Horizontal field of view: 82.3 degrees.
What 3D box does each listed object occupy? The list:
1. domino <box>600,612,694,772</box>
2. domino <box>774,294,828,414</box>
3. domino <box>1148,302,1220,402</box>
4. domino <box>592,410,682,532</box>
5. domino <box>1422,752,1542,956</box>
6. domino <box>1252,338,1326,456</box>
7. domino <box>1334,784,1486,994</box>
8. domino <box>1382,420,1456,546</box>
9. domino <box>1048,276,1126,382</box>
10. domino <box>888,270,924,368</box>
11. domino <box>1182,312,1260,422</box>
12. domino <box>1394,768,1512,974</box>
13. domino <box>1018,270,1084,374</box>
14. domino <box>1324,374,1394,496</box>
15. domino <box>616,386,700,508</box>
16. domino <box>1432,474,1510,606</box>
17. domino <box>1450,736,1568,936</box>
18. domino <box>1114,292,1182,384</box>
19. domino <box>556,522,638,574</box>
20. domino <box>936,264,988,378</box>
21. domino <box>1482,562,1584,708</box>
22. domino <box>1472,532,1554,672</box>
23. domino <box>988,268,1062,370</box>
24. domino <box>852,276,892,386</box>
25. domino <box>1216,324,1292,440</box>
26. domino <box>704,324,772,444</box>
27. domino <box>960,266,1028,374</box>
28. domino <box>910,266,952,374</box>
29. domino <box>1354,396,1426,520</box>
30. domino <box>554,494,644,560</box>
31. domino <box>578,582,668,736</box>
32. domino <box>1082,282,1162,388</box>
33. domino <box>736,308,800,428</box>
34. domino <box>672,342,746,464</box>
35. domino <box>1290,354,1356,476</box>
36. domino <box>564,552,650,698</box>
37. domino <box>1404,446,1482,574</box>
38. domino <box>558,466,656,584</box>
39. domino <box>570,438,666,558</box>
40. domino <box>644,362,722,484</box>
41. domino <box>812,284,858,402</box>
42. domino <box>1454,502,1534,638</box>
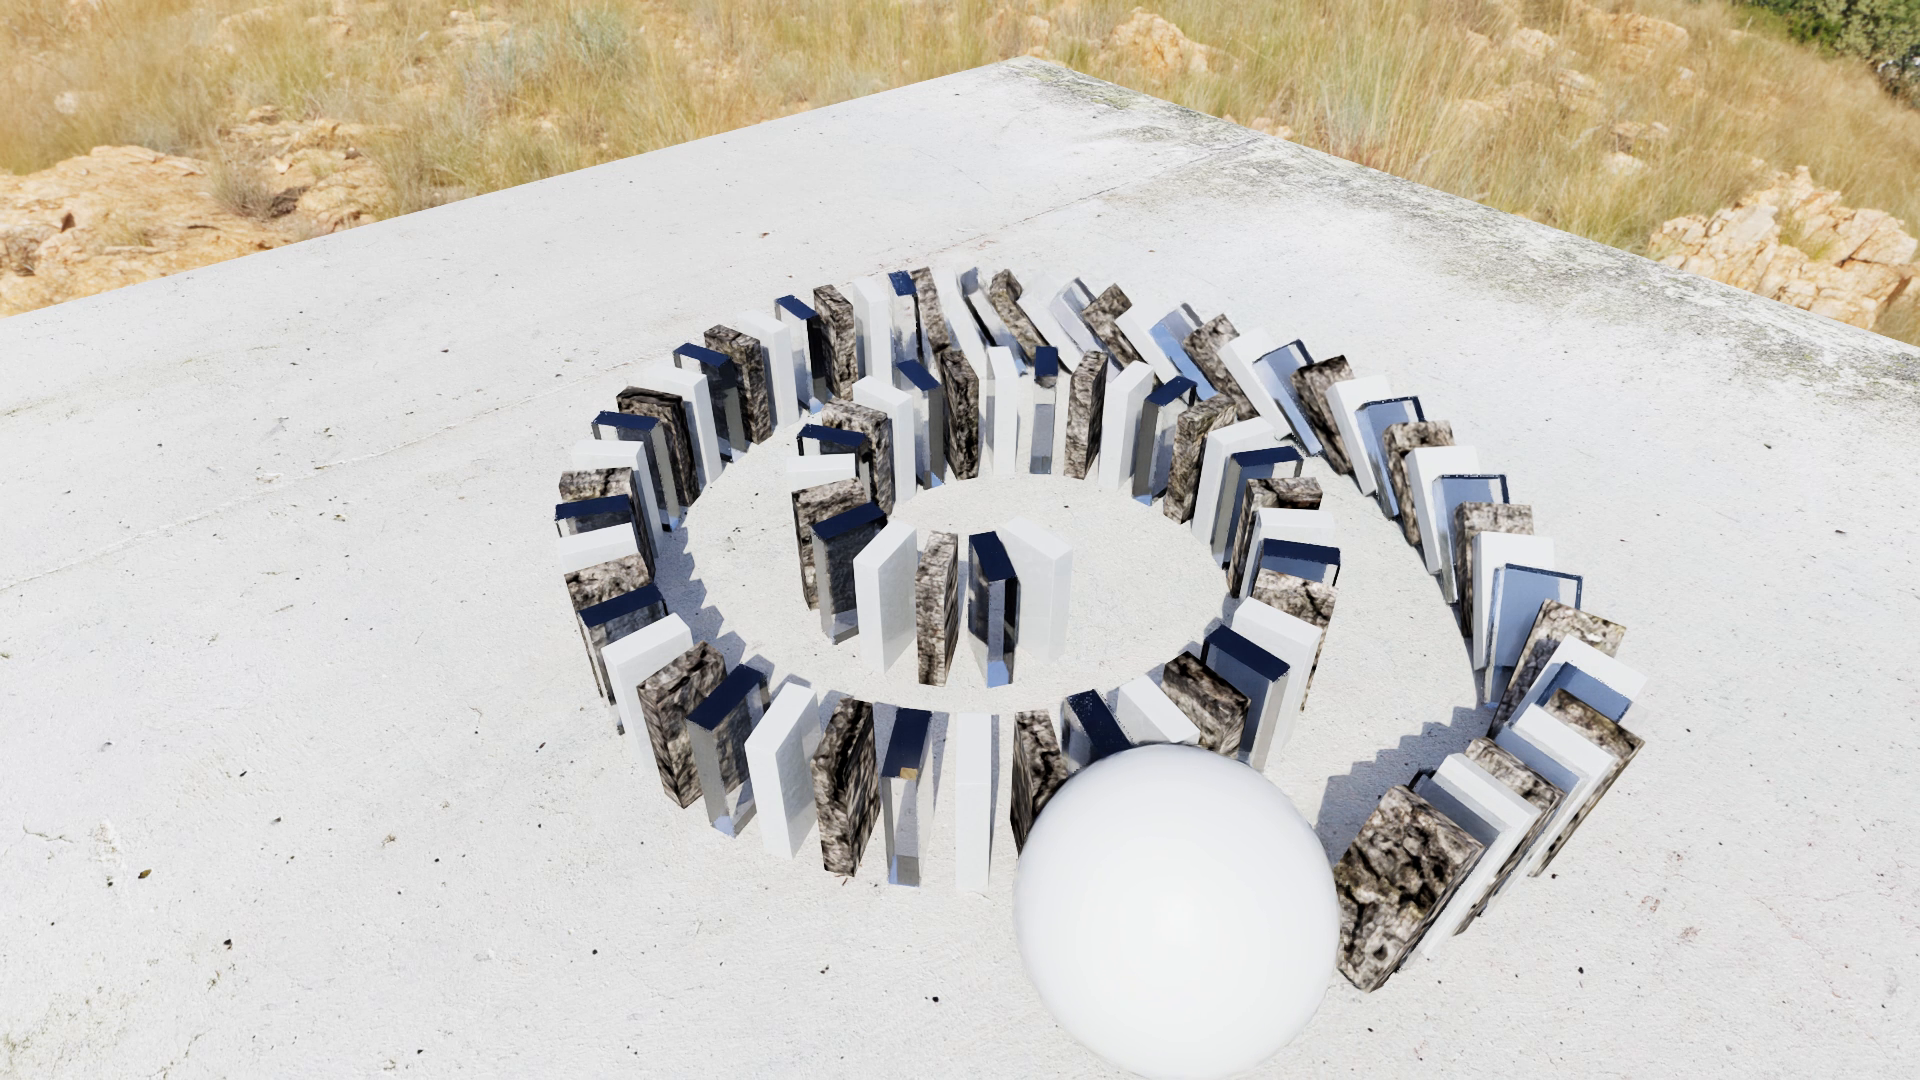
[{"bbox_3d":[-0.096,0.049,0.351,0.025,0.050,0.010,-28,47,-30],"label":"domino"},{"bbox_3d":[-0.075,-0.087,0.518,0.009,0.050,0.025,-26,46,-28],"label":"domino"},{"bbox_3d":[0.115,-0.088,0.528,0.025,0.009,0.050,-38,90,-37],"label":"domino"},{"bbox_3d":[-0.130,-0.027,0.445,0.025,0.050,0.009,8,40,10],"label":"domino"},{"bbox_3d":[0.135,0.087,0.307,0.010,0.050,0.025,6,27,-45],"label":"domino"},{"bbox_3d":[0.157,-0.065,0.502,0.025,0.009,0.050,-25,80,-27],"label":"domino"},{"bbox_3d":[0.116,0.094,0.298,0.009,0.050,0.025,6,27,-45],"label":"domino"},{"bbox_3d":[0.193,-0.024,0.452,0.025,0.009,0.050,-5,73,-6],"label":"domino"},{"bbox_3d":[0.066,-0.104,0.544,0.009,0.050,0.025,-29,19,41],"label":"domino"},{"bbox_3d":[-0.026,-0.102,0.536,0.010,0.050,0.025,-12,41,-8],"label":"domino"},{"bbox_3d":[0.130,-0.081,0.521,0.025,0.010,0.050,-34,86,-34],"label":"domino"},{"bbox_3d":[0.125,0.091,0.302,0.009,0.050,0.025,6,27,-45],"label":"domino"},{"bbox_3d":[0.050,-0.107,0.546,0.009,0.050,0.025,-27,25,35],"label":"domino"},{"bbox_3d":[0.180,-0.046,0.479,0.025,0.010,0.050,-12,75,-14],"label":"domino"},{"bbox_3d":[-0.125,-0.039,0.458,0.025,0.050,0.010,12,41,14],"label":"domino"},{"bbox_3d":[0.199,0.000,0.424,0.025,0.009,0.050,0,72,1],"label":"domino"},{"bbox_3d":[0.144,0.084,0.311,0.009,0.050,0.025,6,27,-45],"label":"domino"},{"bbox_3d":[0.100,-0.094,0.535,0.050,0.010,0.025,51,51,-3],"label":"domino"},{"bbox_3d":[-0.123,0.019,0.388,0.025,0.050,0.009,-14,41,-16],"label":"domino"},{"bbox_3d":[0.002,-0.107,0.542,0.009,0.050,0.025,-19,38,10],"label":"domino"},{"bbox_3d":[0.198,0.035,0.380,0.025,0.010,0.050,11,74,13],"label":"domino"},{"bbox_3d":[0.199,0.023,0.395,0.025,0.010,0.050,5,72,7],"label":"domino"},{"bbox_3d":[0.033,-0.108,0.546,0.010,0.050,0.025,-26,31,26],"label":"domino"},{"bbox_3d":[-0.042,-0.098,0.532,0.009,0.050,0.025,-15,42,-17],"label":"domino"},{"bbox_3d":[0.144,-0.073,0.512,0.025,0.010,0.050,-30,83,-31],"label":"domino"},{"bbox_3d":[-0.100,-0.070,0.497,0.025,0.050,0.009,24,45,27],"label":"domino"},{"bbox_3d":[0.017,-0.108,0.544,0.010,0.050,0.025,-24,36,17],"label":"domino"},{"bbox_3d":[-0.012,-0.105,0.539,0.009,0.050,0.025,-16,40,1],"label":"domino"},{"bbox_3d":[0.188,-0.035,0.466,0.025,0.010,0.050,-8,74,-10],"label":"domino"},{"bbox_3d":[-0.129,0.008,0.402,0.025,0.050,0.010,-9,40,-11],"label":"domino"},{"bbox_3d":[-0.107,0.040,0.363,0.025,0.050,0.010,-22,44,-25],"label":"domino"},{"bbox_3d":[0.084,-0.100,0.540,0.050,0.009,0.025,50,48,-8],"label":"domino"},{"bbox_3d":[-0.088,-0.079,0.508,0.025,0.050,0.010,30,48,32],"label":"domino"},{"bbox_3d":[-0.110,-0.060,0.485,0.025,0.050,0.010,20,43,22],"label":"domino"},{"bbox_3d":[0.170,-0.056,0.491,0.025,0.009,0.050,-18,77,-20],"label":"domino"},{"bbox_3d":[-0.116,0.030,0.375,0.025,0.050,0.010,-18,43,-20],"label":"domino"},{"bbox_3d":[0.196,-0.012,0.438,0.025,0.009,0.050,-3,72,-4],"label":"domino"},{"bbox_3d":[-0.133,-0.004,0.416,0.025,0.050,0.009,-4,40,-5],"label":"domino"},{"bbox_3d":[-0.133,-0.016,0.430,0.025,0.050,0.009,3,39,3],"label":"domino"},{"bbox_3d":[-0.118,-0.049,0.472,0.025,0.050,0.009,16,42,19],"label":"domino"},{"bbox_3d":[-0.059,-0.093,0.525,0.009,0.050,0.025,-19,43,-22],"label":"domino"},{"bbox_3d":[0.200,0.011,0.409,0.025,0.010,0.050,3,72,4],"label":"domino"}]
